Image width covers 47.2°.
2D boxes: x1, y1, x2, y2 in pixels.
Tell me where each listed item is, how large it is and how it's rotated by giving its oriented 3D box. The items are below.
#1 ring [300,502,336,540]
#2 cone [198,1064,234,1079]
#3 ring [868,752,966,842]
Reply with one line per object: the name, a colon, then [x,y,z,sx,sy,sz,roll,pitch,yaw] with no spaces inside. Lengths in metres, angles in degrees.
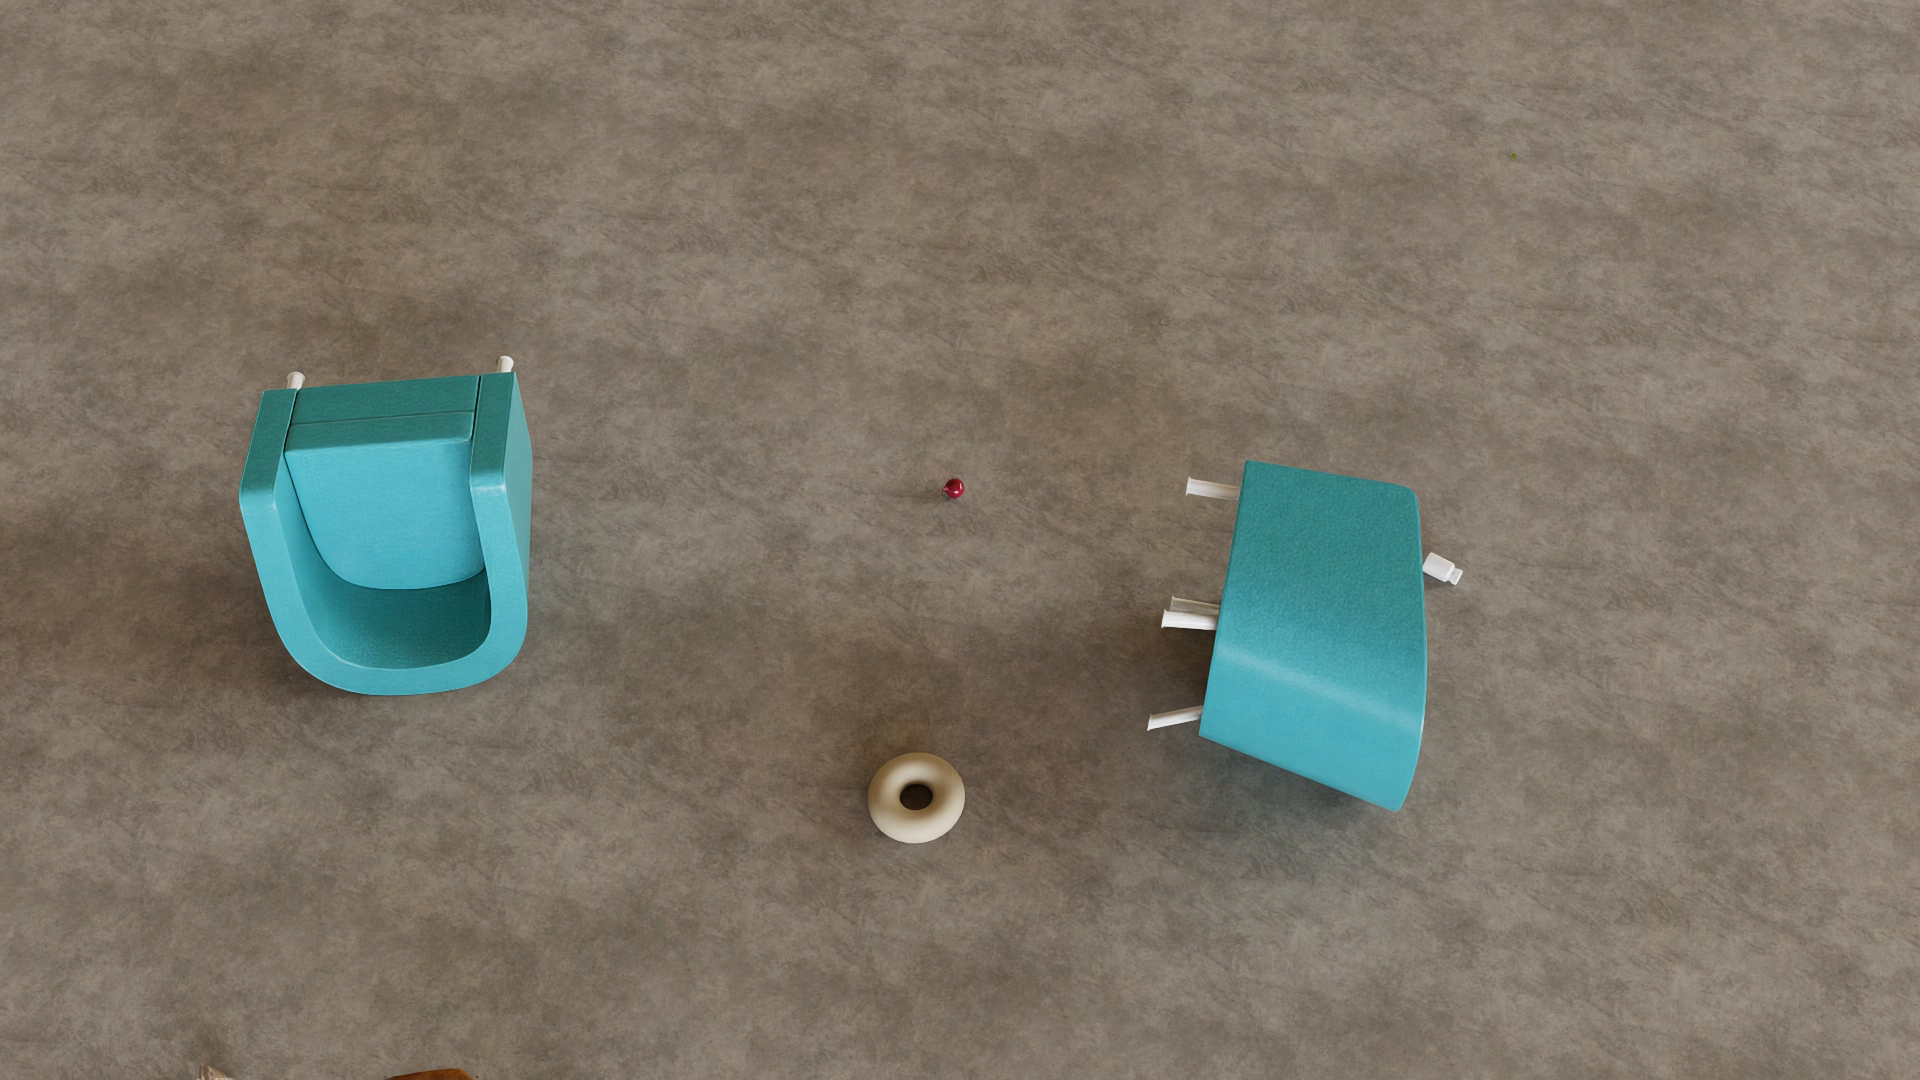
ring: [-1.918,-0.058,6.564,0.074,0.083,0.121,23,72,9]
cone: [-1.882,1.390,5.613,0.085,0.111,0.127,-2,59,-43]
ring: [-0.121,0.707,6.045,0.272,0.092,0.264,-31,62,-18]
